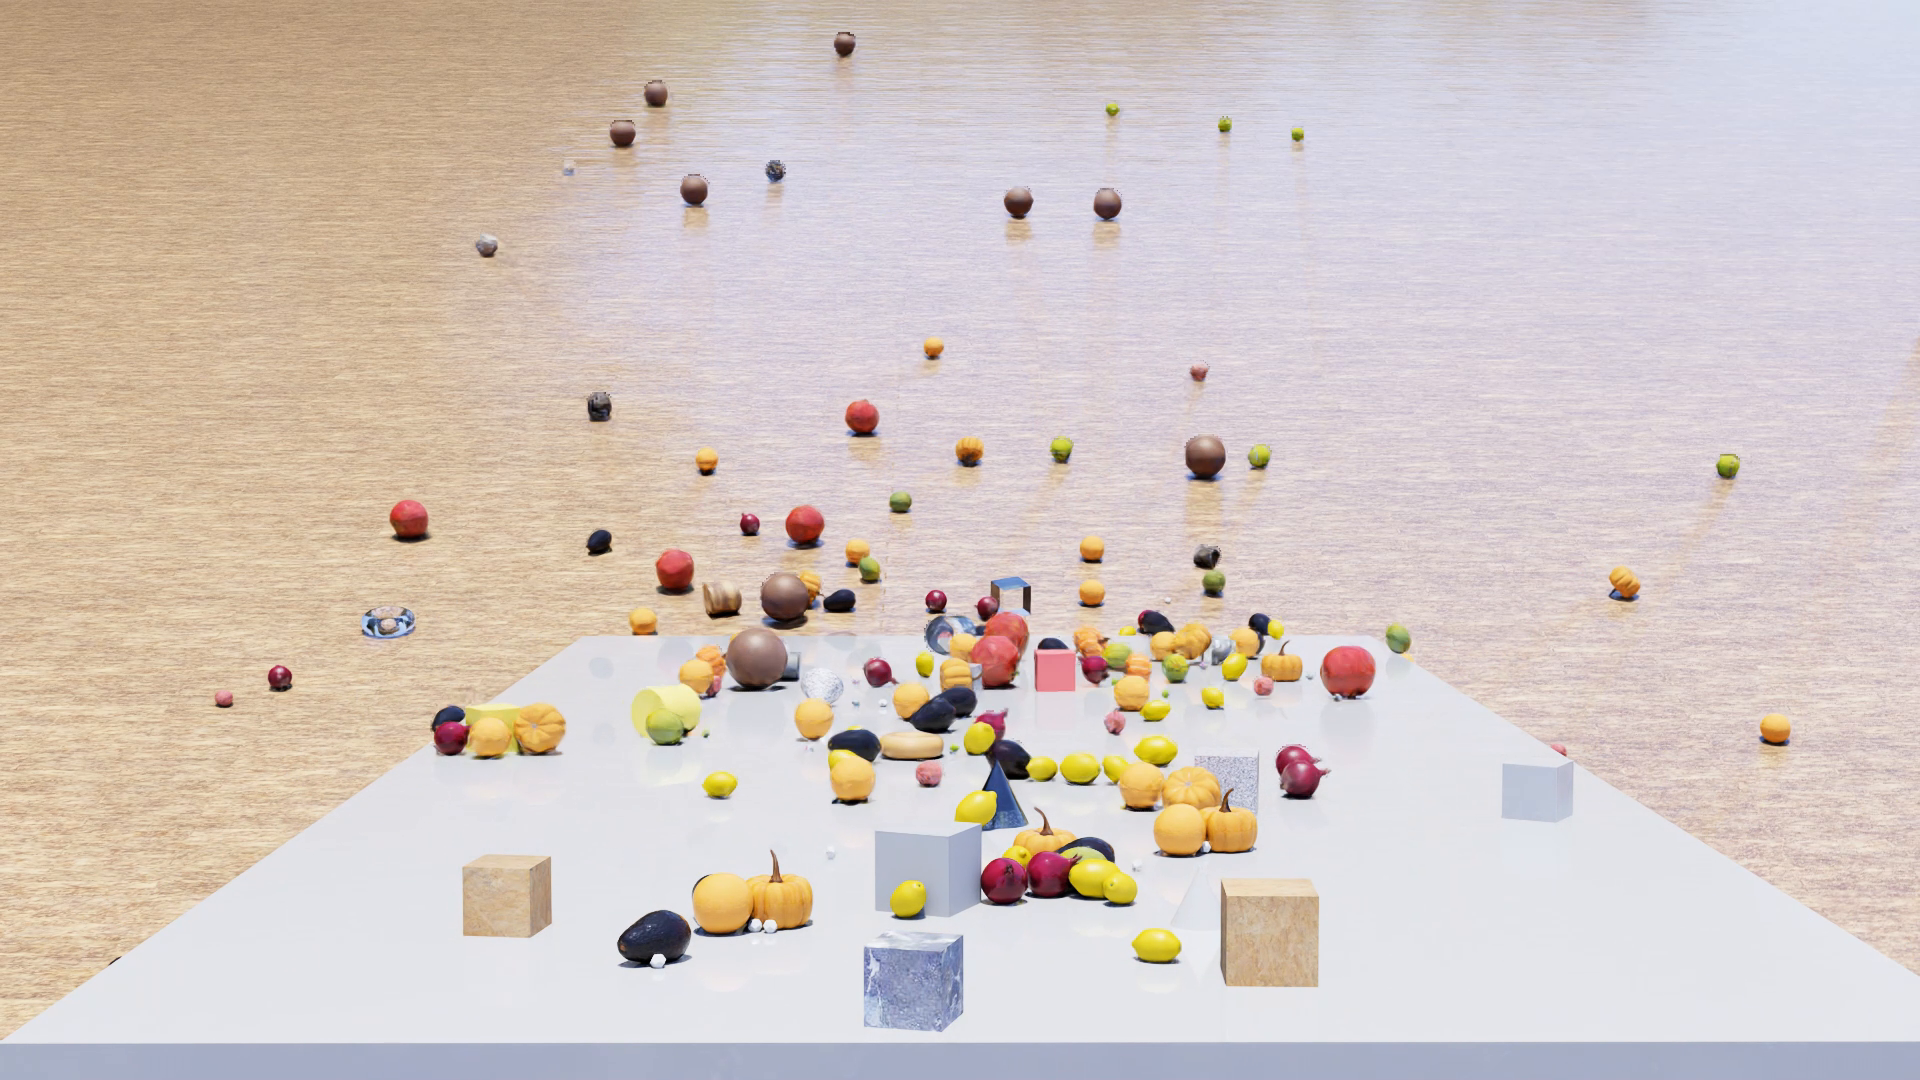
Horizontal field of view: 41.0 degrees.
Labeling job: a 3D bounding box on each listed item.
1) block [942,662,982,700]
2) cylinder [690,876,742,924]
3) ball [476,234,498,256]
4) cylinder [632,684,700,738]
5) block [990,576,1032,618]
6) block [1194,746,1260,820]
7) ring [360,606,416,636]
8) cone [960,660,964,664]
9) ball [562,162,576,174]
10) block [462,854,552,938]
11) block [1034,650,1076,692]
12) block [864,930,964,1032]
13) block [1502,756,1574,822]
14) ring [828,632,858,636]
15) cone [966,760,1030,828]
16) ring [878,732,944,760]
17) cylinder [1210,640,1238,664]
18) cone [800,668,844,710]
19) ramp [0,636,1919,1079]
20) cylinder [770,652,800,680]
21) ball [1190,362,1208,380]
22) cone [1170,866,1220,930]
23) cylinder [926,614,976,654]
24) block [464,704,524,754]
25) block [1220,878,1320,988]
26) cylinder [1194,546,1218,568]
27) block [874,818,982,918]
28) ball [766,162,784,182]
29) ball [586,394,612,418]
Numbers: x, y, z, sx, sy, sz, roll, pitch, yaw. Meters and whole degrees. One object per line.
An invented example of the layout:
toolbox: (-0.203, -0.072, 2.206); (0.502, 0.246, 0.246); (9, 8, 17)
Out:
block: (0.005, 0.290, 5.274); (0.066, 0.066, 0.066); (1, 4, 16)
cylinder: (-0.294, 0.434, 3.098); (0.053, 0.053, 0.053); (-6, 1, -17)
ball: (-1.988, -1.244, 10.797); (0.092, 0.092, 0.092); (0, 20, 0)
cylinder: (-0.538, 0.314, 4.704); (0.090, 0.090, 0.090); (16, 13, 38)
block: (0.137, 0.155, 6.934); (0.082, 0.082, 0.082); (-9, 22, -23)
block: (0.402, 0.365, 3.865); (0.093, 0.093, 0.093); (1, 4, 9)
ring: (-1.518, 0.216, 6.819); (0.143, 0.048, 0.143); (1, 20, 0)
cone: (0.005, 0.282, 5.401); (0.066, 0.066, 0.066); (0, 4, 0)
ball: (-1.883, -1.790, 12.361); (0.058, 0.058, 0.058); (0, 20, 0)
block: (-0.538, 0.423, 3.051); (0.082, 0.082, 0.082); (1, 4, 9)
block: (0.199, 0.275, 5.400); (0.080, 0.080, 0.080); (0, 4, -2)
block: (-0.047, 0.449, 2.621); (0.082, 0.082, 0.082); (1, 4, 16)
block: (0.863, 0.372, 3.834); (0.083, 0.083, 0.083); (2, 4, 30)
ring: (-0.308, 0.271, 6.679); (0.113, 0.038, 0.113); (-1, 19, 0)
cone: (0.054, 0.370, 3.777); (0.095, 0.095, 0.095); (0, 4, 0)
ring: (-0.085, 0.356, 4.444); (0.117, 0.039, 0.117); (1, 2, 0)
cylinder: (0.602, 0.256, 5.859); (0.055, 0.055, 0.055); (-5, 18, 14)
cone: (-0.280, 0.314, 5.096); (0.088, 0.088, 0.088); (2, 30, 6)
ramp: (0.046, 0.420, 4.534); (2.000, 0.100, 4.000); (0, 4, 0)
cylinder: (-0.378, 0.274, 5.570); (0.059, 0.059, 0.059); (0, 20, 2)
ball: (0.841, -0.595, 9.043); (0.061, 0.061, 0.061); (0, 20, 0)
cone: (0.288, 0.425, 3.078); (0.072, 0.072, 0.072); (0, 4, 0)
cylinder: (-0.021, 0.225, 6.109); (0.088, 0.088, 0.088); (11, 8, 27)
block: (-0.820, 0.332, 4.521); (0.077, 0.077, 0.077); (-3, 4, -35)
block: (0.338, 0.429, 2.810); (0.099, 0.099, 0.099); (0, 4, 2)
cylinder: (0.697, 0.047, 7.275); (0.054, 0.054, 0.054); (12, 23, 30)
block: (-0.039, 0.405, 3.182); (0.100, 0.100, 0.100); (2, 4, 24)
ball: (-0.878, -1.751, 12.206); (0.090, 0.090, 0.090); (0, 20, 0)
ball: (-1.209, -0.448, 8.602); (0.084, 0.084, 0.084); (0, 20, 0)
